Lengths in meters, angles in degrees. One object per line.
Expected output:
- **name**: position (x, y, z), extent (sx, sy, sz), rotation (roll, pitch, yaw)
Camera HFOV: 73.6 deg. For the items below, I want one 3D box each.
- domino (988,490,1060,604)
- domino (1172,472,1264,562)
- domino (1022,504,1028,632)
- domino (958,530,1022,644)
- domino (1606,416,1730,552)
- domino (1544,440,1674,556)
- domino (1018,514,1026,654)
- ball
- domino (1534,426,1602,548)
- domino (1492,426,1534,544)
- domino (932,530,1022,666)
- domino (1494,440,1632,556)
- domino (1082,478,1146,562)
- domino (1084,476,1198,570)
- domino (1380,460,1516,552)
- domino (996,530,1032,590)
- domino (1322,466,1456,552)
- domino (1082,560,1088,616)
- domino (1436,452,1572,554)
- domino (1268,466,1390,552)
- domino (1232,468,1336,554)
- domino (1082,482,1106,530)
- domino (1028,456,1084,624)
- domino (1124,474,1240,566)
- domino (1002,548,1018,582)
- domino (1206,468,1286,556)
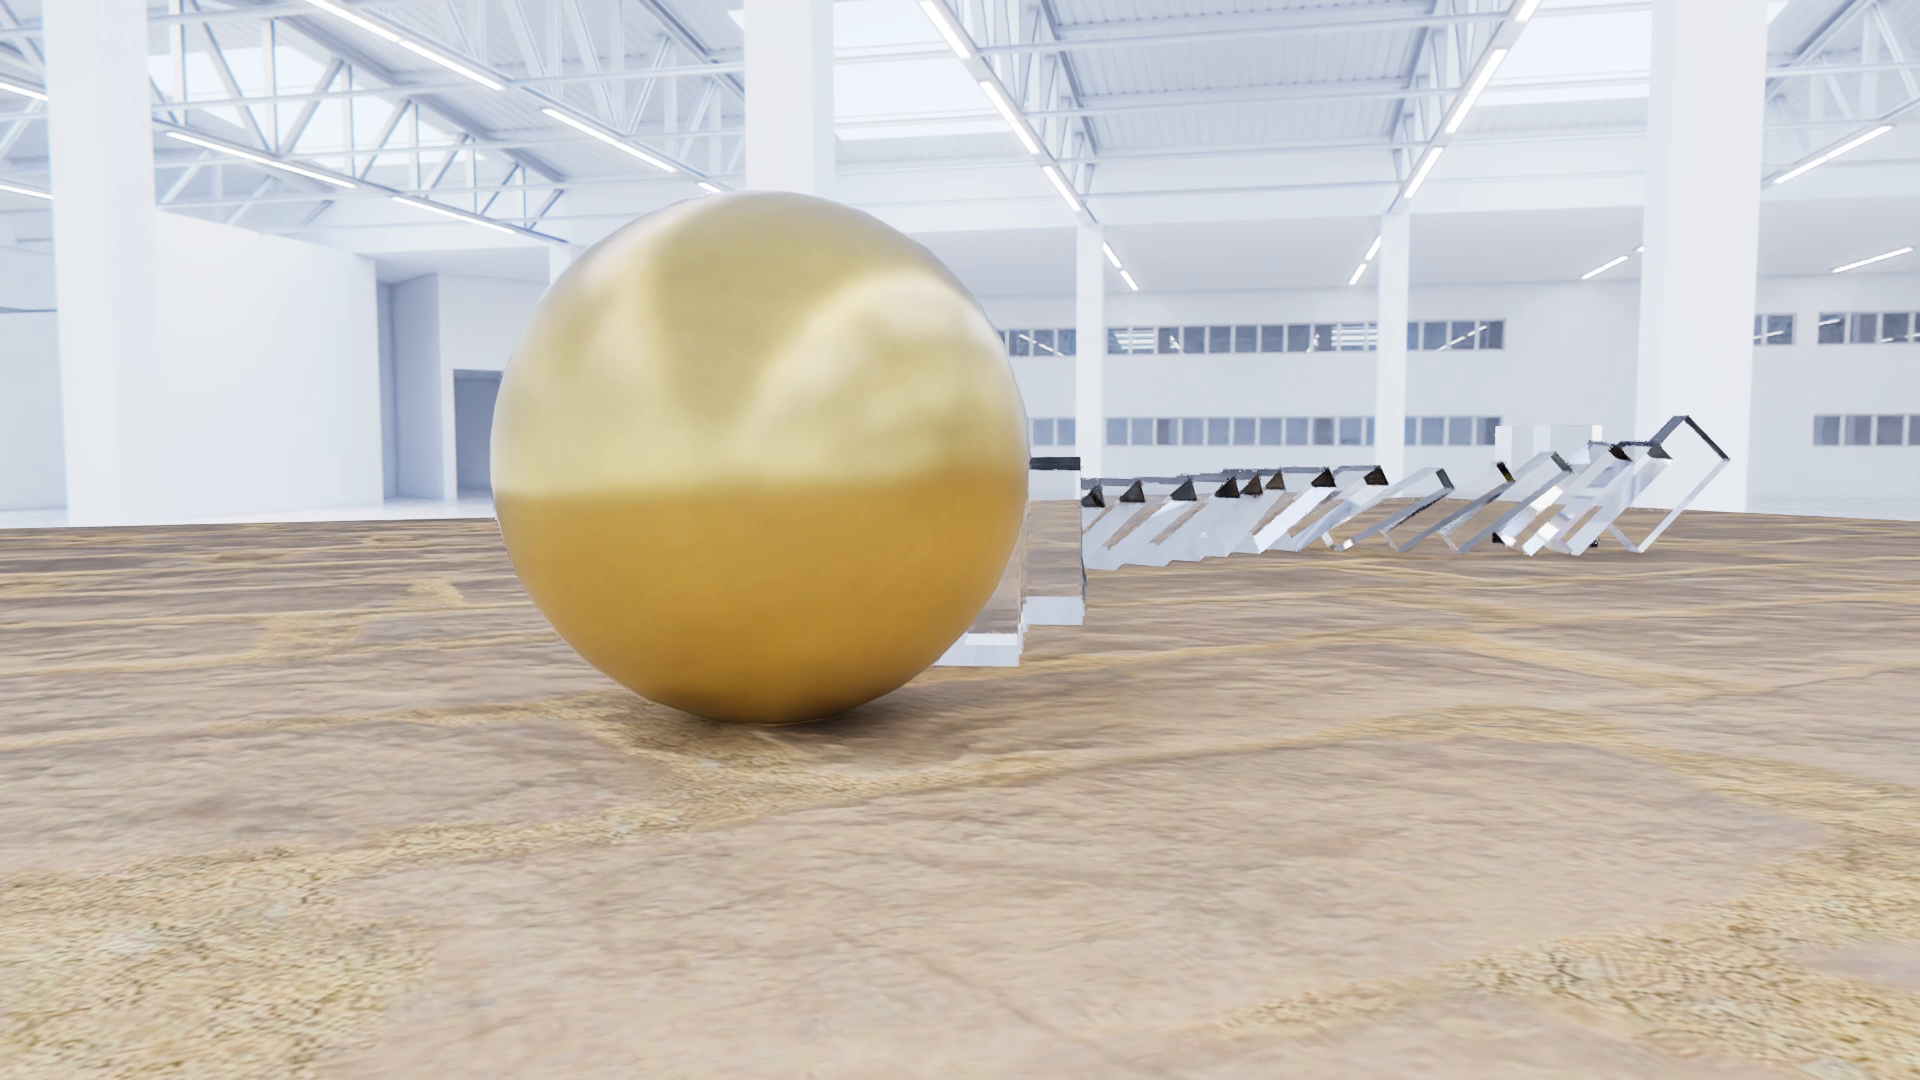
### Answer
- **domino**: position (0.010, -0.001, 0.359), extent (0.025, 0.009, 0.050), rotation (-4, 32, -8)
- **domino**: position (0.091, -0.009, 0.484), extent (0.025, 0.009, 0.050), rotation (3, 32, 43)
- **domino**: position (0.004, 0.000, 0.304), extent (0.025, 0.010, 0.050), rotation (0, 46, 4)
- **domino**: position (0.001, 0.001, 0.289), extent (0.025, 0.009, 0.050), rotation (0, 46, 4)
- **domino**: position (0.274, -0.022, 0.504), extent (0.025, 0.050, 0.009), rotation (43, 1, -5)
- **domino**: position (0.247, -0.016, 0.494), extent (0.009, 0.050, 0.025), rotation (43, 3, -5)
- **domino**: position (0.001, 0.002, 0.275), extent (0.025, 0.009, 0.050), rotation (0, 46, 4)
- **ball**: position (-0.029, -0.012, 0.196), extent (0.080, 0.080, 0.080), rotation (0, 4, 0)
- **domino**: position (0.249, -0.022, 0.527), extent (0.025, 0.050, 0.009), rotation (-1, 4, -15)
- **domino**: position (0.242, -0.024, 0.549), extent (0.025, 0.050, 0.009), rotation (-2, 5, -20)
- **domino**: position (0.000, 0.003, 0.261), extent (0.025, 0.009, 0.050), rotation (0, 46, 4)
- **domino**: position (0.232, -0.017, 0.495), extent (0.009, 0.050, 0.025), rotation (44, 10, -1)
- **domino**: position (0.040, -0.006, 0.439), extent (0.025, 0.009, 0.050), rotation (4, 31, 40)
- **domino**: position (0.059, -0.007, 0.453), extent (0.025, 0.009, 0.050), rotation (5, 32, 47)
- **domino**: position (0.192, -0.013, 0.507), extent (0.050, 0.010, 0.025), rotation (-34, -3, 12)
- **domino**: position (0.004, -0.003, 0.380), extent (0.025, 0.009, 0.050), rotation (-5, 32, -7)
- **domino**: position (0.169, -0.013, 0.513), extent (0.050, 0.009, 0.025), rotation (-30, 1, 7)
- **domino**: position (0.018, 0.002, 0.337), extent (0.025, 0.009, 0.050), rotation (0, 32, -1)
- **domino**: position (0.212, -0.015, 0.501), extent (0.050, 0.009, 0.025), rotation (-40, -4, 11)
- **domino**: position (0.146, -0.013, 0.519), extent (0.050, 0.009, 0.025), rotation (-33, 13, -16)
- **domino**: position (0.124, -0.012, 0.512), extent (0.050, 0.009, 0.025), rotation (-36, 21, -27)
- **domino**: position (0.024, -0.004, 0.420), extent (0.025, 0.010, 0.050), rotation (3, 30, 36)
- **domino**: position (0.017, -0.001, 0.317), extent (0.025, 0.010, 0.050), rotation (0, 44, 4)
- **domino**: position (0.077, -0.008, 0.466), extent (0.025, 0.010, 0.050), rotation (5, 33, 47)
- **domino**: position (0.003, -0.004, 0.402), extent (0.025, 0.009, 0.050), rotation (-5, 32, -3)
- **domino**: position (0.104, -0.011, 0.502), extent (0.025, 0.009, 0.050), rotation (3, 34, 43)
